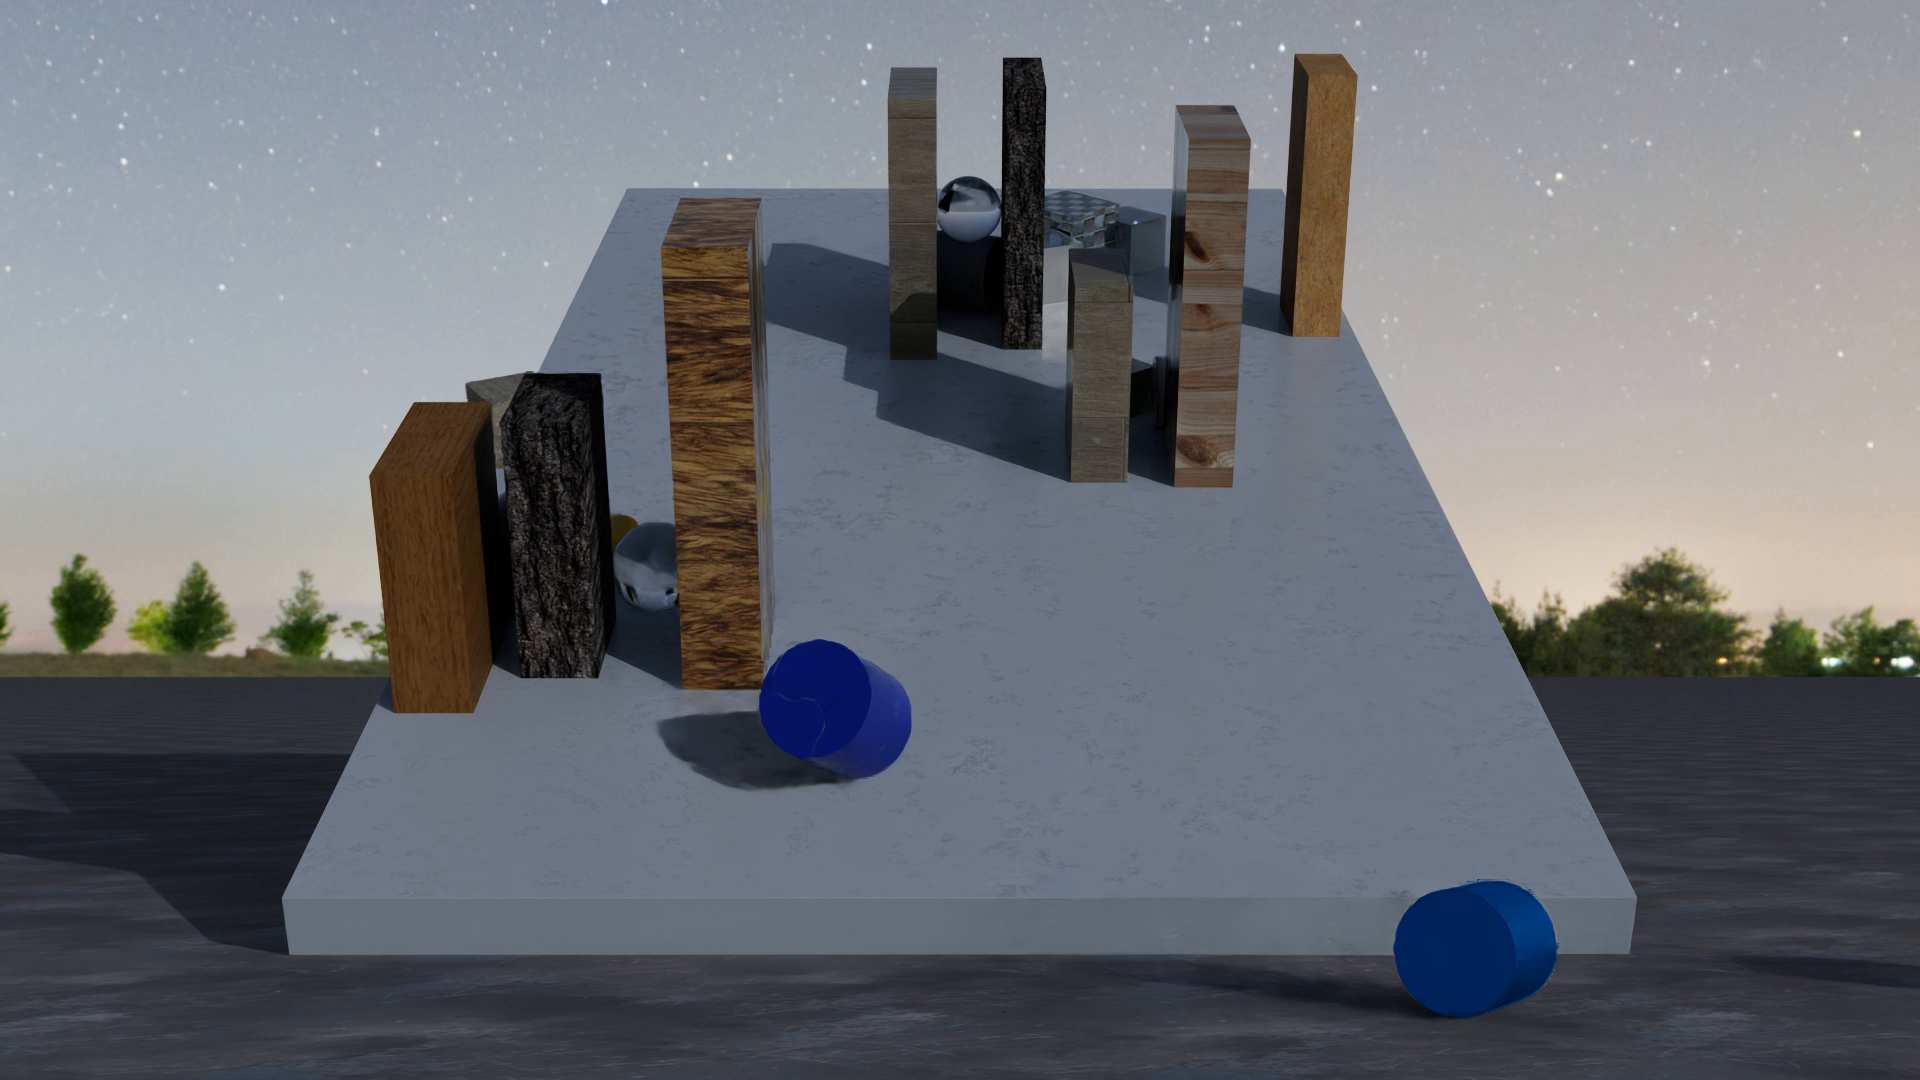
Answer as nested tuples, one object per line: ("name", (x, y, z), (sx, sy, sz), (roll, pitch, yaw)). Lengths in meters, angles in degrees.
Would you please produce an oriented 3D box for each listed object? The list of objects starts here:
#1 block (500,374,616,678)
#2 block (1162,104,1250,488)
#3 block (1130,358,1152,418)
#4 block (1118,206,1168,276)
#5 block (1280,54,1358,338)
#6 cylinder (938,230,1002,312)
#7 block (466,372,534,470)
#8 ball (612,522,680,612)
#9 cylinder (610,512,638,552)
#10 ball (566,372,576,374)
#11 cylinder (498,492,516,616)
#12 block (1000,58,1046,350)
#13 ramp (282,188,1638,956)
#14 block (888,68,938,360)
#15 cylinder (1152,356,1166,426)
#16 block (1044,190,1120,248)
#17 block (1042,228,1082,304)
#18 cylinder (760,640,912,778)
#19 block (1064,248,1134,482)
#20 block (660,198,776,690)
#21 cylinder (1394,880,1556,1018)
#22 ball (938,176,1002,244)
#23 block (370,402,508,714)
("block", (-0.703, -0.026, 4.089), (0.135, 0.479, 0.245), (0, 24, 0))
("block", (0.513, -0.511, 4.874), (0.123, 0.744, 0.296), (0, 24, 0))
("block", (0.366, -0.347, 5.291), (0.109, 0.109, 0.109), (-20, 30, -38))
("block", (0.461, -0.816, 6.324), (0.142, 0.142, 0.142), (-21, 31, -39))
("block", (0.889, -0.857, 5.779), (0.117, 0.656, 0.249), (0, 24, 0))
("cylinder", (0.004, -0.695, 5.981), (0.192, 0.192, 0.192), (10, 0, 20))
("block", (-0.969, -0.260, 5.033), (0.151, 0.151, 0.151), (-13, 27, -27))
("ball", (-0.562, 0.050, 4.301), (0.170, 0.170, 0.170), (0, -3, 0))
("cylinder", (-0.693, 0.004, 4.448), (0.120, 0.120, 0.120), (9, 3, 41))
("ball", (-0.871, -0.313, 5.191), (0.122, 0.122, 0.122), (0, -3, 0))
("cylinder", (-0.843, 0.021, 4.333), (0.197, 0.197, 0.197), (-2, 21, 26))
("block", (0.154, -0.833, 5.730), (0.095, 0.647, 0.342), (0, 24, 0))
("ramp", (-0.008, -0.227, 5.276), (2.000, 0.100, 4.000), (0, 24, 0))
("block", (-0.113, -0.798, 5.661), (0.113, 0.638, 0.345), (0, 24, 0))
("cylinder", (0.515, -0.333, 5.199), (0.158, 0.158, 0.158), (0, -3, 0))
("block", (0.291, -0.813, 6.253), (0.193, 0.193, 0.193), (-21, 32, -40))
("block", (0.218, -0.714, 6.079), (0.151, 0.151, 0.151), (-11, 26, -24))
("cylinder", (-0.195, 0.270, 3.679), (0.187, 0.187, 0.187), (-1, -16, 19))
("block", (0.294, -0.374, 4.945), (0.120, 0.434, 0.266), (0, 24, 0))
("block", (-0.411, -0.164, 4.013), (0.139, 0.795, 0.302), (0, 24, 0))
("cylinder", (0.643, 0.508, 2.892), (0.155, 0.155, 0.155), (-2, -4, 32))
("ball", (0.021, -0.835, 5.866), (0.169, 0.169, 0.169), (0, -3, 0))
("block", (-0.896, 0.026, 4.022), (0.134, 0.436, 0.346), (0, 24, 0))
